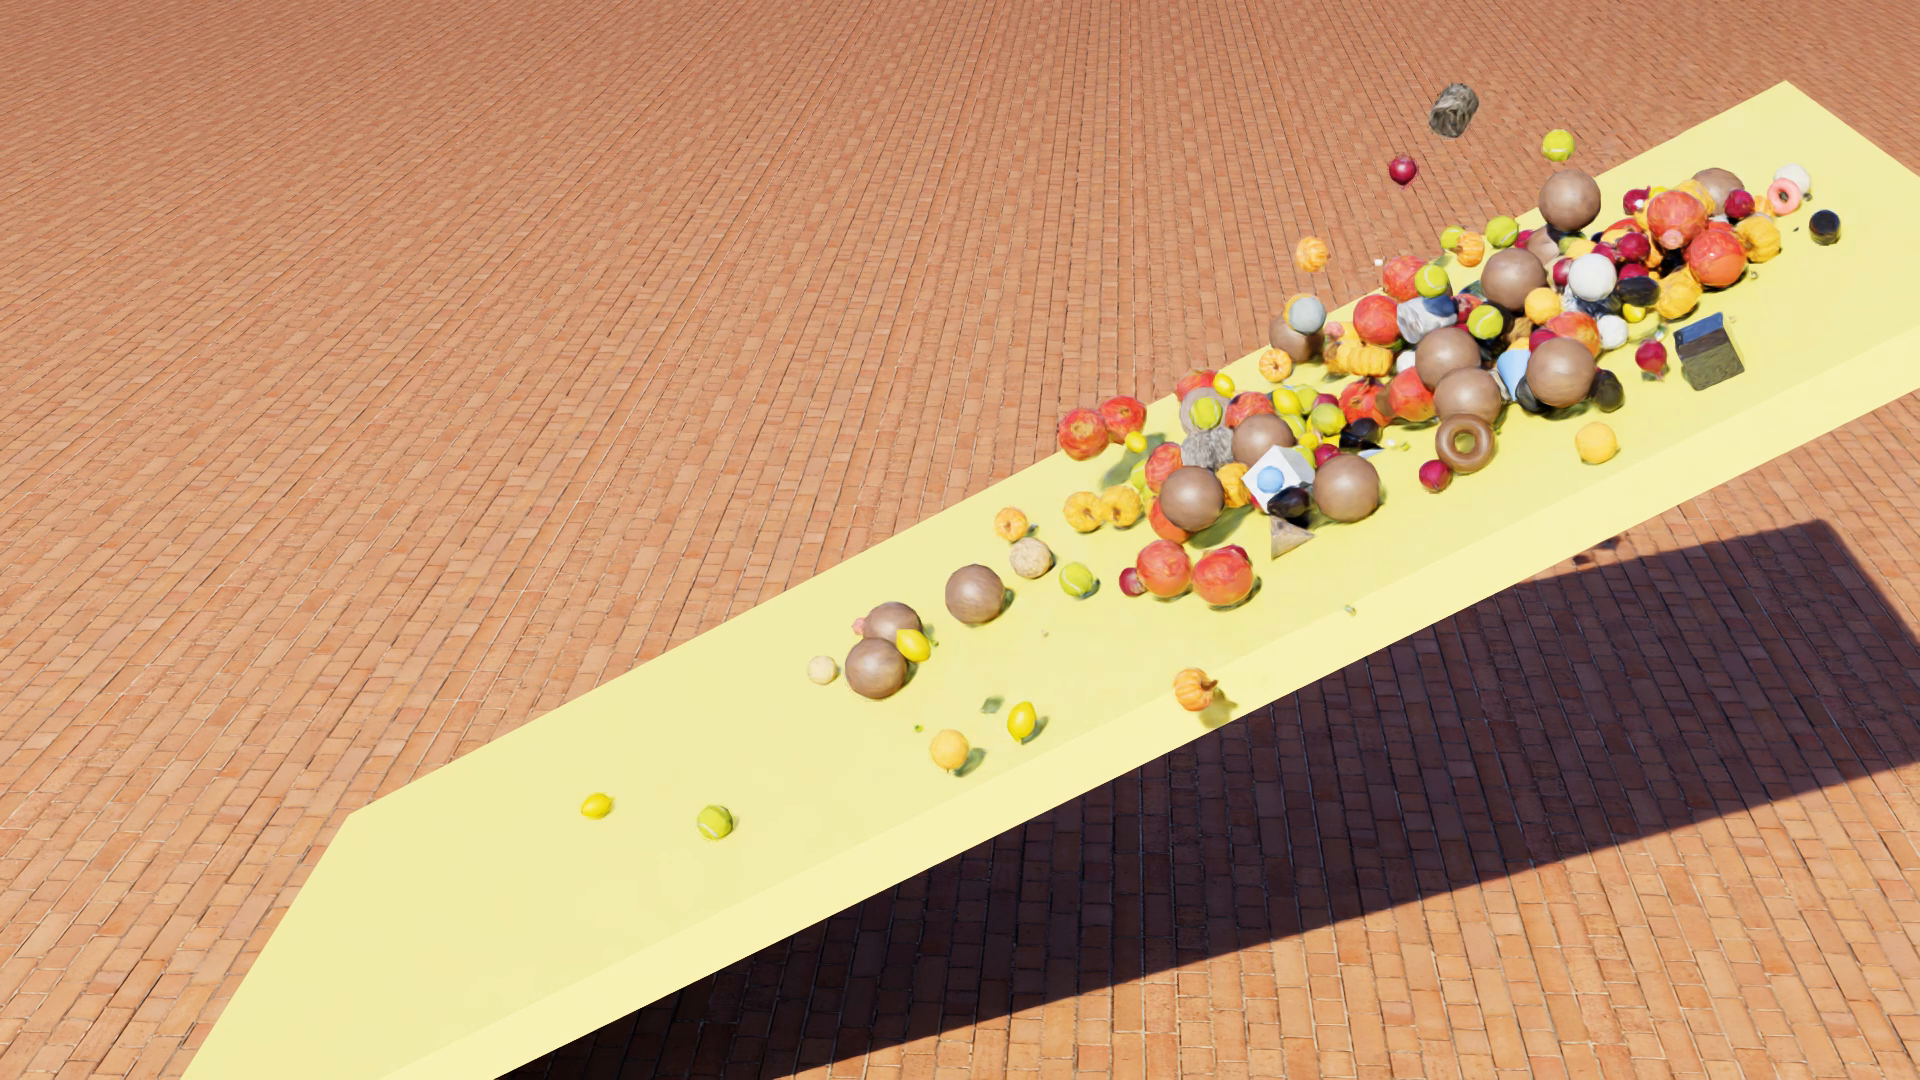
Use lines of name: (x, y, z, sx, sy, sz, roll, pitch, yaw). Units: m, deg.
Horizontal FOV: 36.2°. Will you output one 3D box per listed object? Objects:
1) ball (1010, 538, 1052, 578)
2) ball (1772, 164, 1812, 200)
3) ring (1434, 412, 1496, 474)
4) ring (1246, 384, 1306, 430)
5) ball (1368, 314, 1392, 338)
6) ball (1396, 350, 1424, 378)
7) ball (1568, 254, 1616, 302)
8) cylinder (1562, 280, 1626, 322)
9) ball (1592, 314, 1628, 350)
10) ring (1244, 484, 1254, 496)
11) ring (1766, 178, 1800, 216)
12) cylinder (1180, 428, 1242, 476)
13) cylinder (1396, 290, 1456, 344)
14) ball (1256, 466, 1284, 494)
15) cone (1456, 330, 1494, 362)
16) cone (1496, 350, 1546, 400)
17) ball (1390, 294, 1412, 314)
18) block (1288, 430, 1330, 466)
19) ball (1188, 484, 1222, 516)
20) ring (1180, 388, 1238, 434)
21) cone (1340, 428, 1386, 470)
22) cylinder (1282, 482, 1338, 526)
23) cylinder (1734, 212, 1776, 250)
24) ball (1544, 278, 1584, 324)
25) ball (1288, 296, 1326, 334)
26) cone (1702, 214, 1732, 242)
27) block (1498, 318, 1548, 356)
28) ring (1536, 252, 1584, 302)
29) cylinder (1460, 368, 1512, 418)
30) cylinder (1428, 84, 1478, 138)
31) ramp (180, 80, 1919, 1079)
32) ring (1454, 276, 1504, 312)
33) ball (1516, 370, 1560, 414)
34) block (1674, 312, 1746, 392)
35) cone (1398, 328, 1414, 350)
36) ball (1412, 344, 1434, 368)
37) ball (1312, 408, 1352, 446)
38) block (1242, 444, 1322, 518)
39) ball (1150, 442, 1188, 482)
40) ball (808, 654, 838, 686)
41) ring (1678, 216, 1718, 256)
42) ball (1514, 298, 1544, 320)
ball: (0.152, 0.039, 6.317, 0.090, 0.090, 0.090, 0, 18, 0)
ball: (1.680, -0.722, 5.940, 0.076, 0.076, 0.076, 0, 18, 0)
ring: (0.940, -0.181, 5.475, 0.115, 0.115, 0.038, -1, -8, -2)
ring: (0.697, -0.292, 6.474, 0.144, 0.048, 0.144, -28, 15, 8)
ball: (0.945, -0.482, 6.623, 0.055, 0.055, 0.055, 0, 18, 0)
ball: (0.900, -0.350, 5.876, 0.056, 0.056, 0.056, 0, 18, 0)
ball: (1.222, -0.508, 5.686, 0.093, 0.093, 0.093, 0, 18, 0)
cylinder: (1.255, -0.482, 5.818, 0.096, 0.096, 0.096, 12, 2, 32)
ball: (1.259, -0.401, 5.692, 0.068, 0.068, 0.068, 0, 18, 0)
ring: (0.631, -0.130, 6.054, 0.107, 0.036, 0.107, -34, 16, 11)
ring: (1.653, -0.689, 5.903, 0.025, 0.075, 0.075, -15, 23, -39)
cylinder: (0.525, -0.184, 6.146, 0.089, 0.089, 0.089, -11, 21, -34)
cylinder: (0.955, -0.458, 6.029, 0.087, 0.087, 0.087, -21, 25, -23)
ball: (0.583, -0.112, 5.531, 0.053, 0.053, 0.053, 0, 18, 0)
cone: (1.020, -0.364, 5.748, 0.069, 0.069, 0.069, -11, 34, -30)
cone: (1.084, -0.303, 5.719, 0.096, 0.096, 0.096, 6, 49, 18)
ball: (1.005, -0.536, 6.698, 0.051, 0.051, 0.051, 0, 18, 0)
block: (0.717, -0.187, 6.052, 0.054, 0.054, 0.054, -32, 14, -8)
ball: (0.507, -0.082, 6.076, 0.068, 0.068, 0.068, 0, 18, 0)
ring: (0.551, -0.272, 6.506, 0.141, 0.141, 0.047, -8, -13, -23)
cone: (0.807, -0.182, 5.884, 0.089, 0.089, 0.089, 1, 18, 12)
cylinder: (0.673, -0.061, 5.645, 0.077, 0.077, 0.077, -27, 2, 33)
cylinder: (1.566, -0.609, 5.795, 0.063, 0.063, 0.063, 10, 22, 28)
ball: (1.235, -0.484, 5.968, 0.097, 0.097, 0.097, 0, 18, 0)
ball: (0.733, -0.473, 6.209, 0.080, 0.080, 0.080, 0, 18, 0)
cone: (1.506, -0.630, 5.821, 0.059, 0.059, 0.059, 10, 43, 27)
block: (1.131, -0.402, 5.891, 0.062, 0.062, 0.062, -39, 28, -27)
ring: (1.254, -0.532, 6.039, 0.148, 0.148, 0.049, -2, 54, -7)
cylinder: (1.026, -0.285, 5.731, 0.077, 0.077, 0.077, -27, 14, 12)
cylinder: (1.109, -0.966, 6.614, 0.087, 0.087, 0.087, 11, 50, 30)
ramp: (0.141, 0.167, 6.282, 4.000, 0.100, 2.000, -27, 14, 11)
ring: (1.143, -0.542, 6.472, 0.119, 0.040, 0.119, -28, 13, 7)
ball: (1.094, -0.280, 5.572, 0.082, 0.082, 0.082, 0, 18, 0)
block: (1.340, -0.337, 5.258, 0.093, 0.093, 0.093, -24, 15, 21)
cone: (1.003, -0.461, 6.434, 0.079, 0.079, 0.079, -12, 17, 7)
ball: (0.980, -0.390, 6.245, 0.050, 0.050, 0.050, 0, 18, 0)
ball: (0.767, -0.232, 6.059, 0.079, 0.079, 0.079, 0, 18, 0)
block: (0.632, -0.111, 5.740, 0.096, 0.096, 0.096, 11, 39, -52)
ball: (0.456, -0.169, 6.396, 0.089, 0.089, 0.089, 0, 18, 0)
ball: (-0.301, 0.283, 6.414, 0.066, 0.066, 0.066, 0, 18, 0)
ring: (1.484, -0.610, 5.911, 0.083, 0.083, 0.028, 7, 1, 20)
ball: (1.179, -0.469, 6.094, 0.063, 0.063, 0.063, 0, 18, 0)
